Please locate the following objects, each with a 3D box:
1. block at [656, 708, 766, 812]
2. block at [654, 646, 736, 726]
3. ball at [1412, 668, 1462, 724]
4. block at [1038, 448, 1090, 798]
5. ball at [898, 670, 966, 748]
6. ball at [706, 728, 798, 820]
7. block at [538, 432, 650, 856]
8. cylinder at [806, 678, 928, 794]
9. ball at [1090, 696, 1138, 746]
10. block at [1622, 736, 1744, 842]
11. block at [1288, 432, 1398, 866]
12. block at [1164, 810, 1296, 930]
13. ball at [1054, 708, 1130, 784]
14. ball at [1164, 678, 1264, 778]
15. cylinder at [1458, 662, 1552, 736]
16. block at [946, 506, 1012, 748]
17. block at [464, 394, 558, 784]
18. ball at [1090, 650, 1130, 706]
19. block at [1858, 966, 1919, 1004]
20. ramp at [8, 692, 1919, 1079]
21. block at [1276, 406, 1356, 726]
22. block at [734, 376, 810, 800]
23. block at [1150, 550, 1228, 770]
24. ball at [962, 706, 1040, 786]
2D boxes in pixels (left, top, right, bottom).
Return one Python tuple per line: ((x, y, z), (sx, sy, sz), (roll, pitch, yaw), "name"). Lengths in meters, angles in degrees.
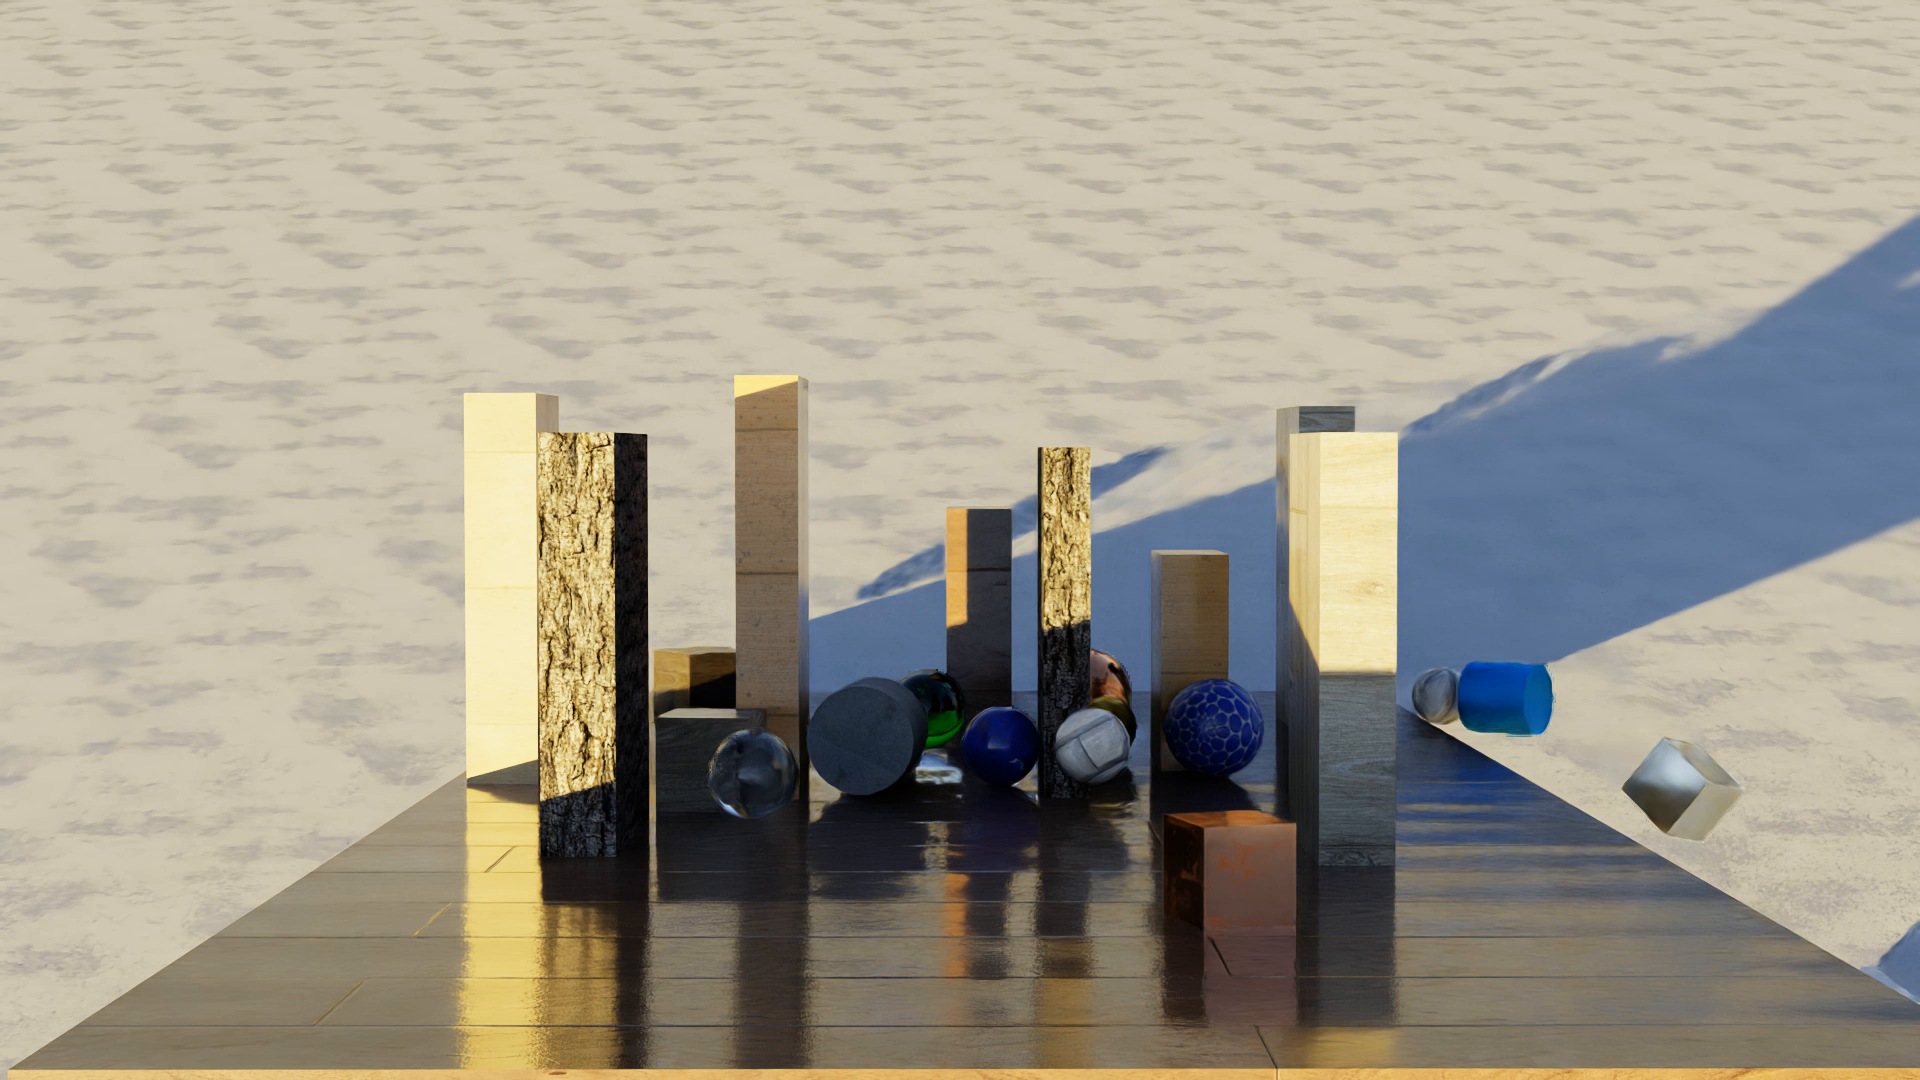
((-0.427, 0.378, 4.437), (0.160, 0.160, 0.160), (0, 2, 7), "block")
((-0.566, 0.329, 5.723), (0.169, 0.169, 0.169), (-1, 2, -34), "block")
((1.089, 0.353, 5.825), (0.130, 0.130, 0.130), (0, 24, 0), "ball")
((0.188, 0.140, 4.698), (0.083, 0.617, 0.340), (0, 2, 0), "block")
((-0.069, 0.344, 5.233), (0.159, 0.159, 0.159), (0, 24, 0), "ball")
((-0.344, 0.388, 4.274), (0.151, 0.151, 0.151), (0, 24, 0), "ball")
((-0.576, 0.151, 4.083), (0.114, 0.639, 0.420), (0, 2, 0), "block")
((-0.166, 0.353, 4.672), (0.192, 0.192, 0.192), (3, 2, 7), "cylinder")
((0.290, 0.373, 5.118), (0.123, 0.123, 0.123), (0, 24, 0), "ball")
((1.576, 0.544, 5.618), (0.151, 0.151, 0.151), (14, 28, -42), "block")
((0.584, 0.155, 3.955), (0.113, 0.638, 0.345), (0, 2, 0), "block")
((0.353, 0.429, 3.371), (0.130, 0.130, 0.130), (-1, 2, -18), "block")
((0.230, 0.357, 4.469), (0.132, 0.132, 0.132), (0, 24, 0), "ball")
((0.475, 0.351, 4.821), (0.185, 0.185, 0.185), (0, 24, 0), "ball")
((1.196, 0.347, 5.652), (0.155, 0.155, 0.155), (1, 20, 37), "cylinder")
((0.039, 0.177, 5.426), (0.133, 0.492, 0.263), (0, 2, 0), "block")
((-0.841, 0.085, 4.856), (0.131, 0.717, 0.274), (0, 2, 0), "block")
((0.265, 0.326, 5.445), (0.192, 0.192, 0.192), (0, 24, 0), "ball")
((1.845, 0.979, 5.268), (0.142, 0.142, 0.142), (-6, 25, -24), "block")
((0.056, 0.504, 4.548), (2.000, 0.100, 4.000), (0, 2, 0), "ramp")
((0.787, 0.059, 5.727), (0.120, 0.706, 0.387), (0, 2, 0), "block")
((-0.338, 0.079, 4.660), (0.110, 0.742, 0.313), (0, 2, 0), "block")
((0.447, 0.230, 5.038), (0.129, 0.413, 0.257), (0, 2, 0), "block")
((0.075, 0.376, 4.710), (0.144, 0.144, 0.144), (0, 24, 0), "ball")
